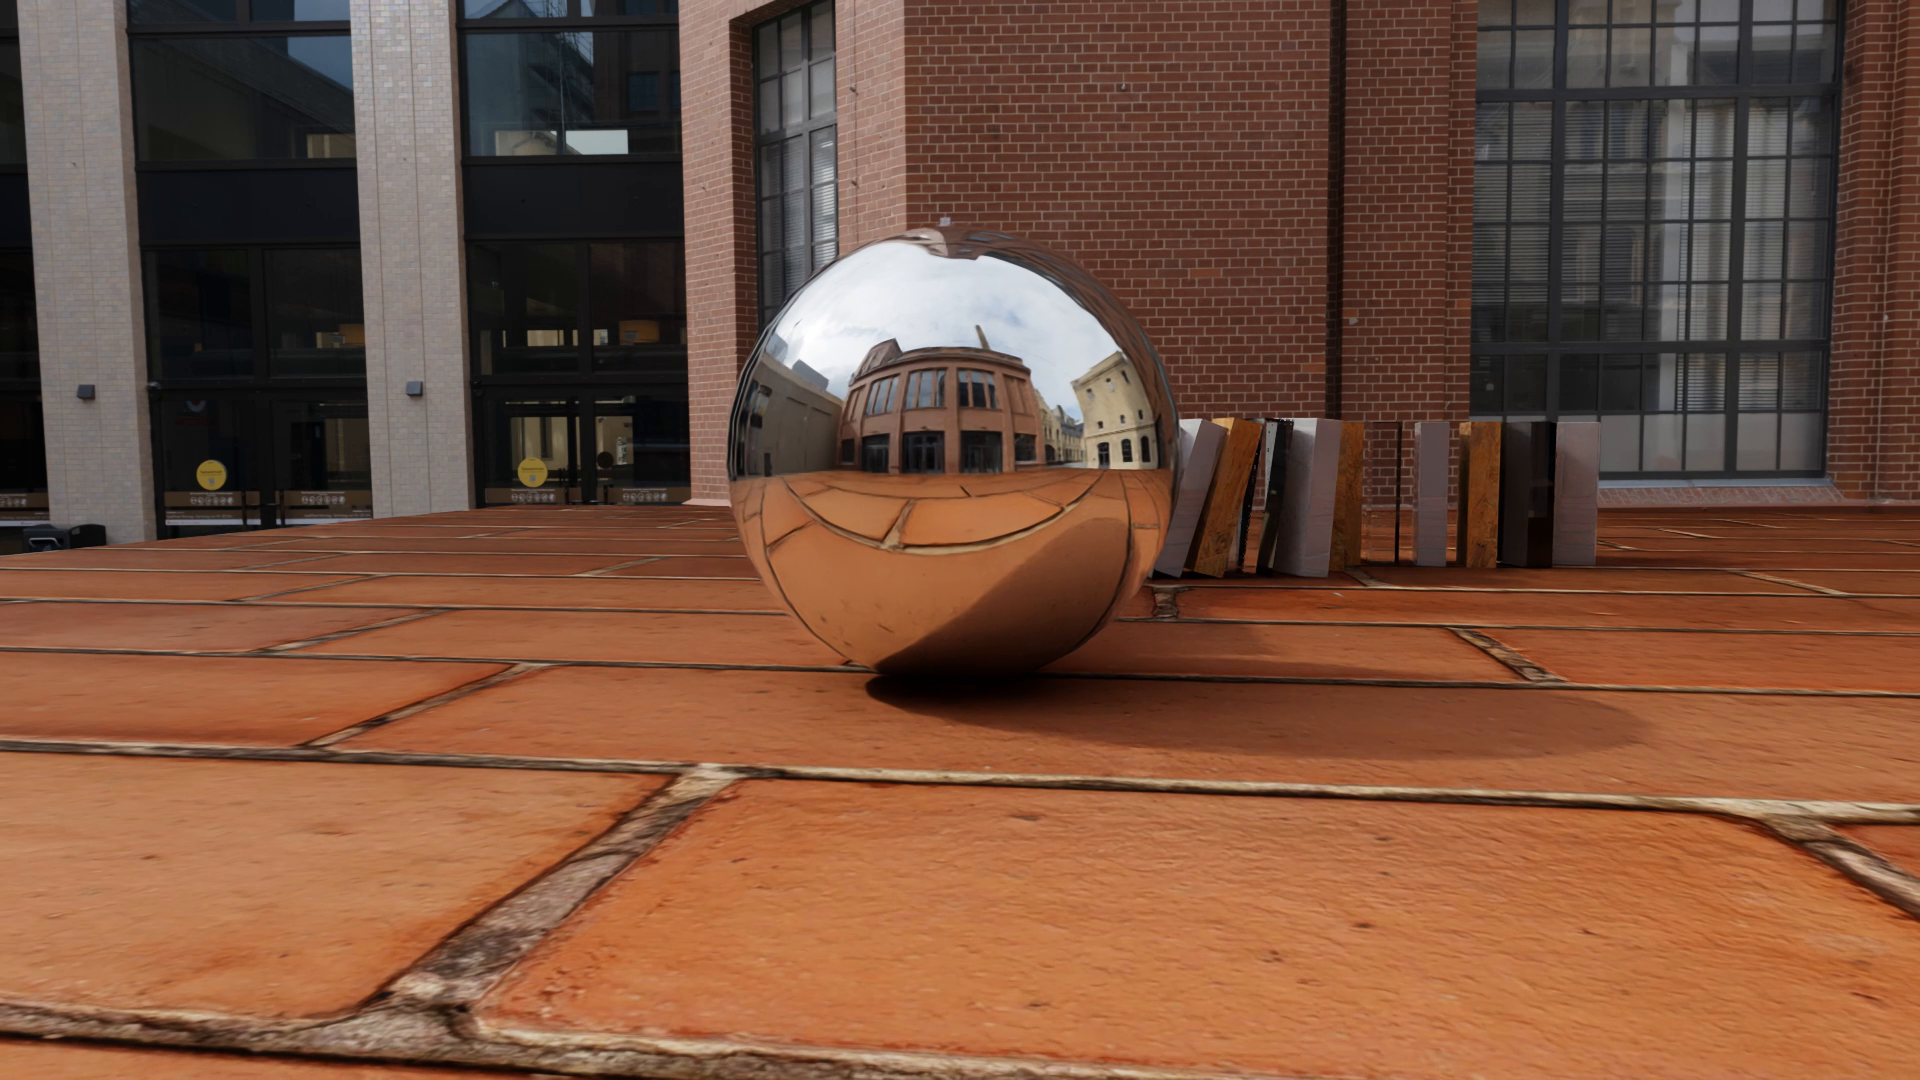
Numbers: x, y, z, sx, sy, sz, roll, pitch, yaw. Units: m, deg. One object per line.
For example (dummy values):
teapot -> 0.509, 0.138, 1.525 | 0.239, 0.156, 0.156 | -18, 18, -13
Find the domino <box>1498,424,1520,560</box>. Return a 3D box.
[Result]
domino -> 0.213, -0.018, 0.471 | 0.025, 0.050, 0.009 | 0, 4, -1

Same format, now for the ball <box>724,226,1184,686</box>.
ball -> -0.001, -0.015, 0.227 | 0.080, 0.080, 0.080 | 0, 4, 0

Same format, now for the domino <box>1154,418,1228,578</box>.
domino -> 0.070, -0.014, 0.417 | 0.009, 0.050, 0.025 | 18, 0, -15

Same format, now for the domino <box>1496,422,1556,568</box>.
domino -> 0.196, -0.016, 0.449 | 0.009, 0.050, 0.025 | -1, 4, -10

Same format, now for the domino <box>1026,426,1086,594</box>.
domino -> 0.019, -0.010, 0.376 | 0.025, 0.050, 0.009 | 2, -26, 27

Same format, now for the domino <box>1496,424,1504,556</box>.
domino -> 0.212, -0.019, 0.487 | 0.025, 0.050, 0.010 | 0, 4, -7

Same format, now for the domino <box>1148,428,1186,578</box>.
domino -> 0.054, -0.014, 0.414 | 0.025, 0.050, 0.010 | 3, -16, 44

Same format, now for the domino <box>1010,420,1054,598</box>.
domino -> 0.010, -0.009, 0.366 | 0.025, 0.050, 0.010 | 2, -21, 26

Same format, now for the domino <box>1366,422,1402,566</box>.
domino -> 0.152, -0.017, 0.460 | 0.009, 0.050, 0.025 | 1, 4, 14

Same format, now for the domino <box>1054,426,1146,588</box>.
domino -> 0.038, -0.011, 0.392 | 0.025, 0.050, 0.009 | 3, -25, 32

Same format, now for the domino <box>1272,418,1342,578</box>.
domino -> 0.110, -0.014, 0.417 | 0.009, 0.050, 0.025 | 3, 4, -20

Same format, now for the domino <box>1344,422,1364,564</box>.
domino -> 0.137, -0.017, 0.463 | 0.010, 0.050, 0.025 | 0, 4, 3

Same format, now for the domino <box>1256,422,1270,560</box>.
domino -> 0.120, -0.017, 0.462 | 0.010, 0.050, 0.025 | -3, 5, -39

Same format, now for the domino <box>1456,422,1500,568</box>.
domino -> 0.182, -0.016, 0.452 | 0.009, 0.050, 0.025 | 1, 4, 13

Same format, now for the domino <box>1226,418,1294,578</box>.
domino -> 0.096, -0.014, 0.417 | 0.009, 0.050, 0.025 | 7, 4, -5

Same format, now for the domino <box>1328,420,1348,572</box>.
domino -> 0.117, -0.015, 0.434 | 0.025, 0.050, 0.009 | 1, 3, 17

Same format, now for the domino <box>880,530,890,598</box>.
domino -> -0.005, -0.008, 0.347 | 0.025, 0.050, 0.010 | 1, -21, 15

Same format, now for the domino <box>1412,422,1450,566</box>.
domino -> 0.167, -0.017, 0.456 | 0.010, 0.050, 0.025 | 1, 4, 15

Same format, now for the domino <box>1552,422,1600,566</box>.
domino -> 0.213, -0.017, 0.456 | 0.025, 0.050, 0.010 | 2, 5, 29

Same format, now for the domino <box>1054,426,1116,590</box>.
domino -> 0.029, -0.010, 0.383 | 0.025, 0.050, 0.010 | 2, -26, 28

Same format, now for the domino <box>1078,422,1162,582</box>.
domino -> 0.045, -0.012, 0.403 | 0.025, 0.050, 0.010 | 3, -20, 32

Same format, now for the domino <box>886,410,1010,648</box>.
domino -> -0.002, -0.003, 0.272 | 0.025, 0.050, 0.010 | 0, -20, 2

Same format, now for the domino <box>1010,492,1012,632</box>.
domino -> -0.001, -0.003, 0.282 | 0.025, 0.050, 0.010 | 0, -20, 2

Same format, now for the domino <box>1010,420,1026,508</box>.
domino -> 0.001, -0.009, 0.358 | 0.025, 0.050, 0.010 | 2, -20, 25

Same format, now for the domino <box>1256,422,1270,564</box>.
domino -> 0.117, -0.016, 0.446 | 0.025, 0.050, 0.009 | 1, 4, 8

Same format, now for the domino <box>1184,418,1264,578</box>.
domino -> 0.084, -0.014, 0.417 | 0.009, 0.050, 0.025 | 14, 3, -5
